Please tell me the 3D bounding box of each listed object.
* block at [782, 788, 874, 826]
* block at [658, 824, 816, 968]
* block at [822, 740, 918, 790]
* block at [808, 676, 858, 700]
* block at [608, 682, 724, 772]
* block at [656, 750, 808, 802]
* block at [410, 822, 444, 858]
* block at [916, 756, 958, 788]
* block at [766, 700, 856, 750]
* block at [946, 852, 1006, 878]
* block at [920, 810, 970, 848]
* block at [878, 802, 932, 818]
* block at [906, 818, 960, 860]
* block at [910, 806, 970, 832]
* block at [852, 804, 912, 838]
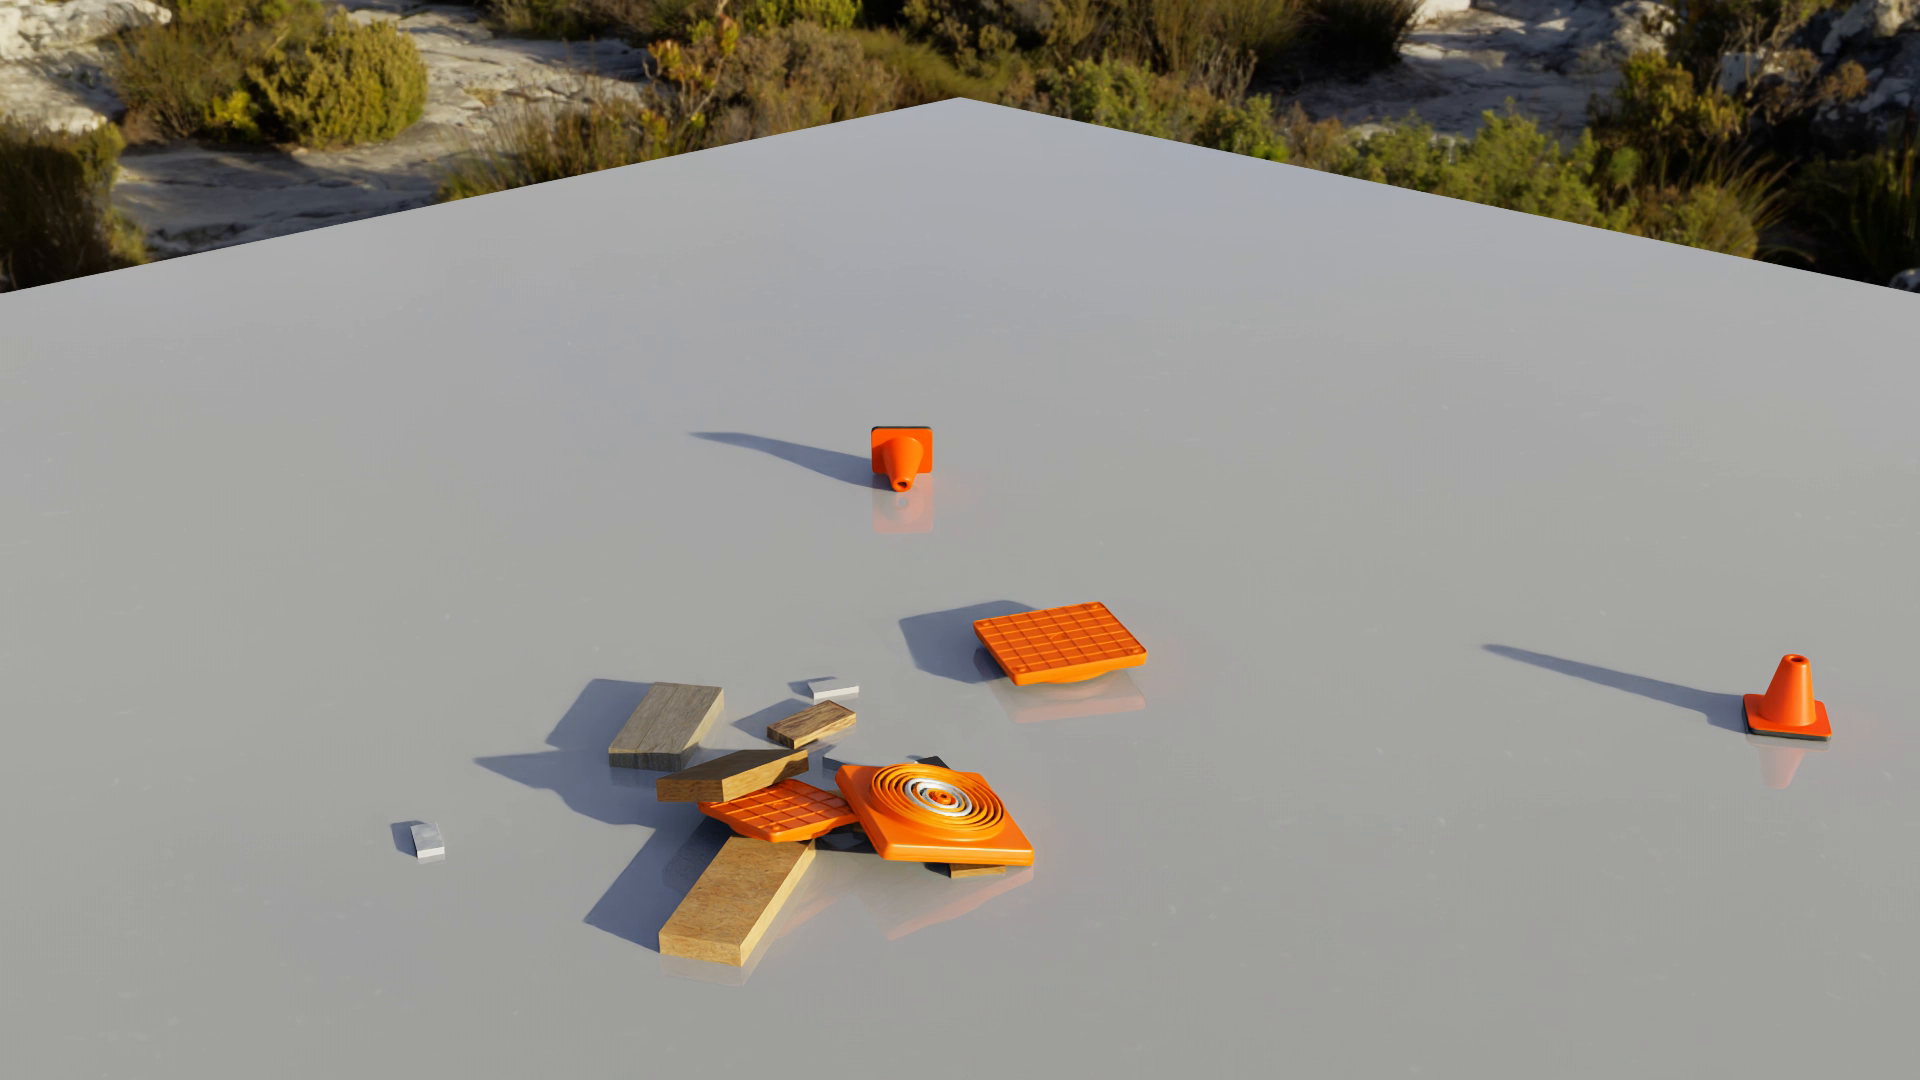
[{"bbox_3d":[-0.268,0.541,4.454,0.179,0.025,0.090,-3,23,-8],"label":"block"},{"bbox_3d":[-0.414,0.664,4.139,0.158,0.045,0.398,6,24,15],"label":"block"},{"bbox_3d":[-0.190,0.471,4.619,0.179,0.025,0.090,14,27,30],"label":"block"},{"bbox_3d":[-0.286,0.333,4.957,0.103,0.015,0.052,-8,24,-18],"label":"block"},{"bbox_3d":[-0.632,0.402,4.756,0.158,0.045,0.315,4,23,10],"label":"block"},{"bbox_3d":[-0.456,0.475,4.443,0.157,0.045,0.315,-3,5,28],"label":"block"},{"bbox_3d":[-1.053,0.592,4.346,0.052,0.015,0.103,-8,24,-19],"label":"block"},{"bbox_3d":[-0.049,0.485,4.600,0.052,0.015,0.103,-11,25,-23],"label":"block"},{"bbox_3d":[-0.323,0.402,4.782,0.090,0.025,0.179,21,31,40],"label":"block"},{"bbox_3d":[0.031,0.629,4.258,0.106,0.015,0.053,-4,23,-9],"label":"block"},{"bbox_3d":[-0.038,0.578,4.342,0.106,0.015,0.053,26,48,30],"label":"block"},{"bbox_3d":[-0.110,0.550,4.446,0.109,0.015,0.054,-1,23,-1],"label":"block"},{"bbox_3d":[-0.055,0.583,4.295,0.053,0.015,0.106,-3,31,-42],"label":"block"},{"bbox_3d":[-0.040,0.567,4.384,0.109,0.015,0.054,13,36,19],"label":"block"},{"bbox_3d":[-0.155,0.561,4.385,0.109,0.015,0.054,6,56,14],"label":"block"}]
